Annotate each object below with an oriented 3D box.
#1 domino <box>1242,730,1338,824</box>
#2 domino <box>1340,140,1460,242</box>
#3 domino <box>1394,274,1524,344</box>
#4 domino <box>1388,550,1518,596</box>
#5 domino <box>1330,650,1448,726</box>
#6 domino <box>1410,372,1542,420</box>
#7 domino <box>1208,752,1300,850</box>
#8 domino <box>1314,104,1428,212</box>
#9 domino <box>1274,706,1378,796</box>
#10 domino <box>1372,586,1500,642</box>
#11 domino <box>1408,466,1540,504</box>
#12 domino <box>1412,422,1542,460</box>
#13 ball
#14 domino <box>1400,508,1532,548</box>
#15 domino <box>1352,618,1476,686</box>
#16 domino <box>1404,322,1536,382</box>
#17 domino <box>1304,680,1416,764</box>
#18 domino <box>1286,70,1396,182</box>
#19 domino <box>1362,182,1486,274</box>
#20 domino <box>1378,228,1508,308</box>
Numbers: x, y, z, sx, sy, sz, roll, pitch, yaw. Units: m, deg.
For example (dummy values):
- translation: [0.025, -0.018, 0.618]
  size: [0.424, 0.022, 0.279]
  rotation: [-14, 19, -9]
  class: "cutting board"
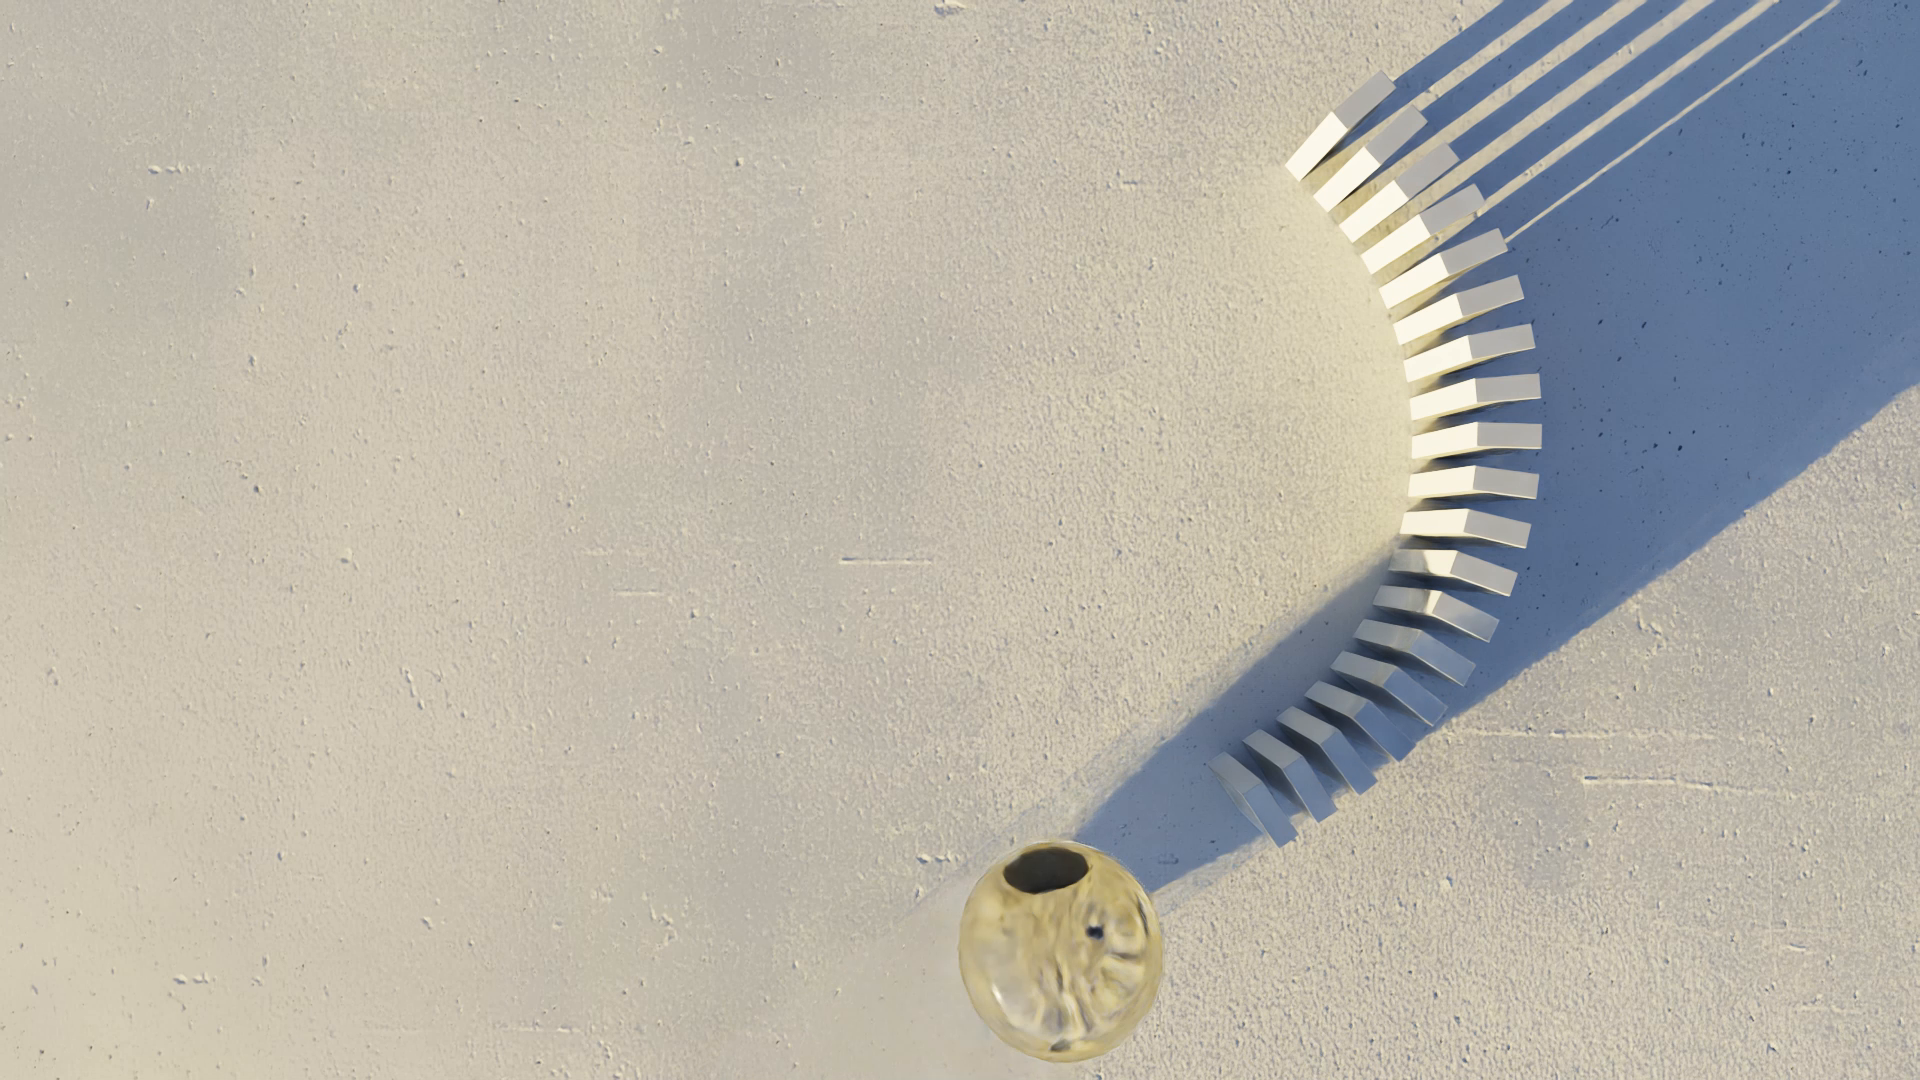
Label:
- translation: [0.134, 0.095, 0.375]
  size: [0.010, 0.050, 0.025]
  rotation: [-33, 90, 0]
  class: "domino"
- translation: [0.178, -0.141, 0.375]
  size: [0.025, 0.050, 0.010]
  rotation: [-38, 90, 0]
  class: "domino"
- translation: [0.202, -0.093, 0.375]
  size: [0.025, 0.050, 0.009]
  rotation: [-17, 90, 0]
  class: "domino"
- translation: [0.200, 0.013, 0.375]
  size: [0.025, 0.050, 0.010]
  rotation: [20, 90, 0]
  class: "domino"
- translation: [0.174, 0.060, 0.375]
  size: [0.025, 0.050, 0.010]
  rotation: [38, 90, 0]
  class: "domino"
- translation: [0.209, -0.058, 0.375]
  size: [0.025, 0.050, 0.009]
  rotation: [-5, 90, 0]
  class: "domino"
- translation: [0.119, 0.105, 0.375]
  size: [0.010, 0.050, 0.025]
  rotation: [-34, 90, 0]
  class: "domino"
- translation: [0.167, -0.155, 0.375]
  size: [0.025, 0.050, 0.009]
  rotation: [-42, 90, 0]
  class: "domino"
- translation: [0.149, 0.085, 0.375]
  size: [0.009, 0.050, 0.025]
  rotation: [-37, 90, 0]
  class: "domino"
- translation: [0.193, 0.029, 0.375]
  size: [0.025, 0.050, 0.010]
  rotation: [26, 90, 0]
  class: "domino"
- translation: [0.209, -0.022, 0.375]
  size: [0.025, 0.050, 0.009]
  rotation: [7, 90, 0]
  class: "domino"
- translation: [0.210, -0.040, 0.375]
  size: [0.025, 0.050, 0.009]
  rotation: [1, 90, 0]
  class: "domino"
- translation: [0.039, 0.160, 0.360]
  size: [0.080, 0.080, 0.080]
  rotation: [0, 90, 0]
  class: "ball"
- translation: [0.205, -0.004, 0.375]
  size: [0.025, 0.050, 0.009]
  rotation: [14, 90, 0]
  class: "domino"
- translation: [0.184, 0.045, 0.375]
  size: [0.025, 0.050, 0.009]
  rotation: [32, 90, 0]
  class: "domino"
- translation: [0.207, -0.076, 0.375]
  size: [0.025, 0.050, 0.009]
  rotation: [-11, 90, 0]
  class: "domino"
- translation: [0.162, 0.073, 0.375]
  size: [0.025, 0.050, 0.010]
  rotation: [44, 90, 0]
  class: "domino"
- translation: [0.154, -0.168, 0.375]
  size: [0.025, 0.050, 0.009]
  rotation: [-41, 90, 0]
  class: "domino"
- translation: [0.188, -0.126, 0.375]
  size: [0.025, 0.050, 0.010]
  rotation: [-29, 90, 0]
  class: "domino"
- translation: [0.196, -0.110, 0.375]
  size: [0.025, 0.050, 0.010]
  rotation: [-23, 90, 0]
  class: "domino"
